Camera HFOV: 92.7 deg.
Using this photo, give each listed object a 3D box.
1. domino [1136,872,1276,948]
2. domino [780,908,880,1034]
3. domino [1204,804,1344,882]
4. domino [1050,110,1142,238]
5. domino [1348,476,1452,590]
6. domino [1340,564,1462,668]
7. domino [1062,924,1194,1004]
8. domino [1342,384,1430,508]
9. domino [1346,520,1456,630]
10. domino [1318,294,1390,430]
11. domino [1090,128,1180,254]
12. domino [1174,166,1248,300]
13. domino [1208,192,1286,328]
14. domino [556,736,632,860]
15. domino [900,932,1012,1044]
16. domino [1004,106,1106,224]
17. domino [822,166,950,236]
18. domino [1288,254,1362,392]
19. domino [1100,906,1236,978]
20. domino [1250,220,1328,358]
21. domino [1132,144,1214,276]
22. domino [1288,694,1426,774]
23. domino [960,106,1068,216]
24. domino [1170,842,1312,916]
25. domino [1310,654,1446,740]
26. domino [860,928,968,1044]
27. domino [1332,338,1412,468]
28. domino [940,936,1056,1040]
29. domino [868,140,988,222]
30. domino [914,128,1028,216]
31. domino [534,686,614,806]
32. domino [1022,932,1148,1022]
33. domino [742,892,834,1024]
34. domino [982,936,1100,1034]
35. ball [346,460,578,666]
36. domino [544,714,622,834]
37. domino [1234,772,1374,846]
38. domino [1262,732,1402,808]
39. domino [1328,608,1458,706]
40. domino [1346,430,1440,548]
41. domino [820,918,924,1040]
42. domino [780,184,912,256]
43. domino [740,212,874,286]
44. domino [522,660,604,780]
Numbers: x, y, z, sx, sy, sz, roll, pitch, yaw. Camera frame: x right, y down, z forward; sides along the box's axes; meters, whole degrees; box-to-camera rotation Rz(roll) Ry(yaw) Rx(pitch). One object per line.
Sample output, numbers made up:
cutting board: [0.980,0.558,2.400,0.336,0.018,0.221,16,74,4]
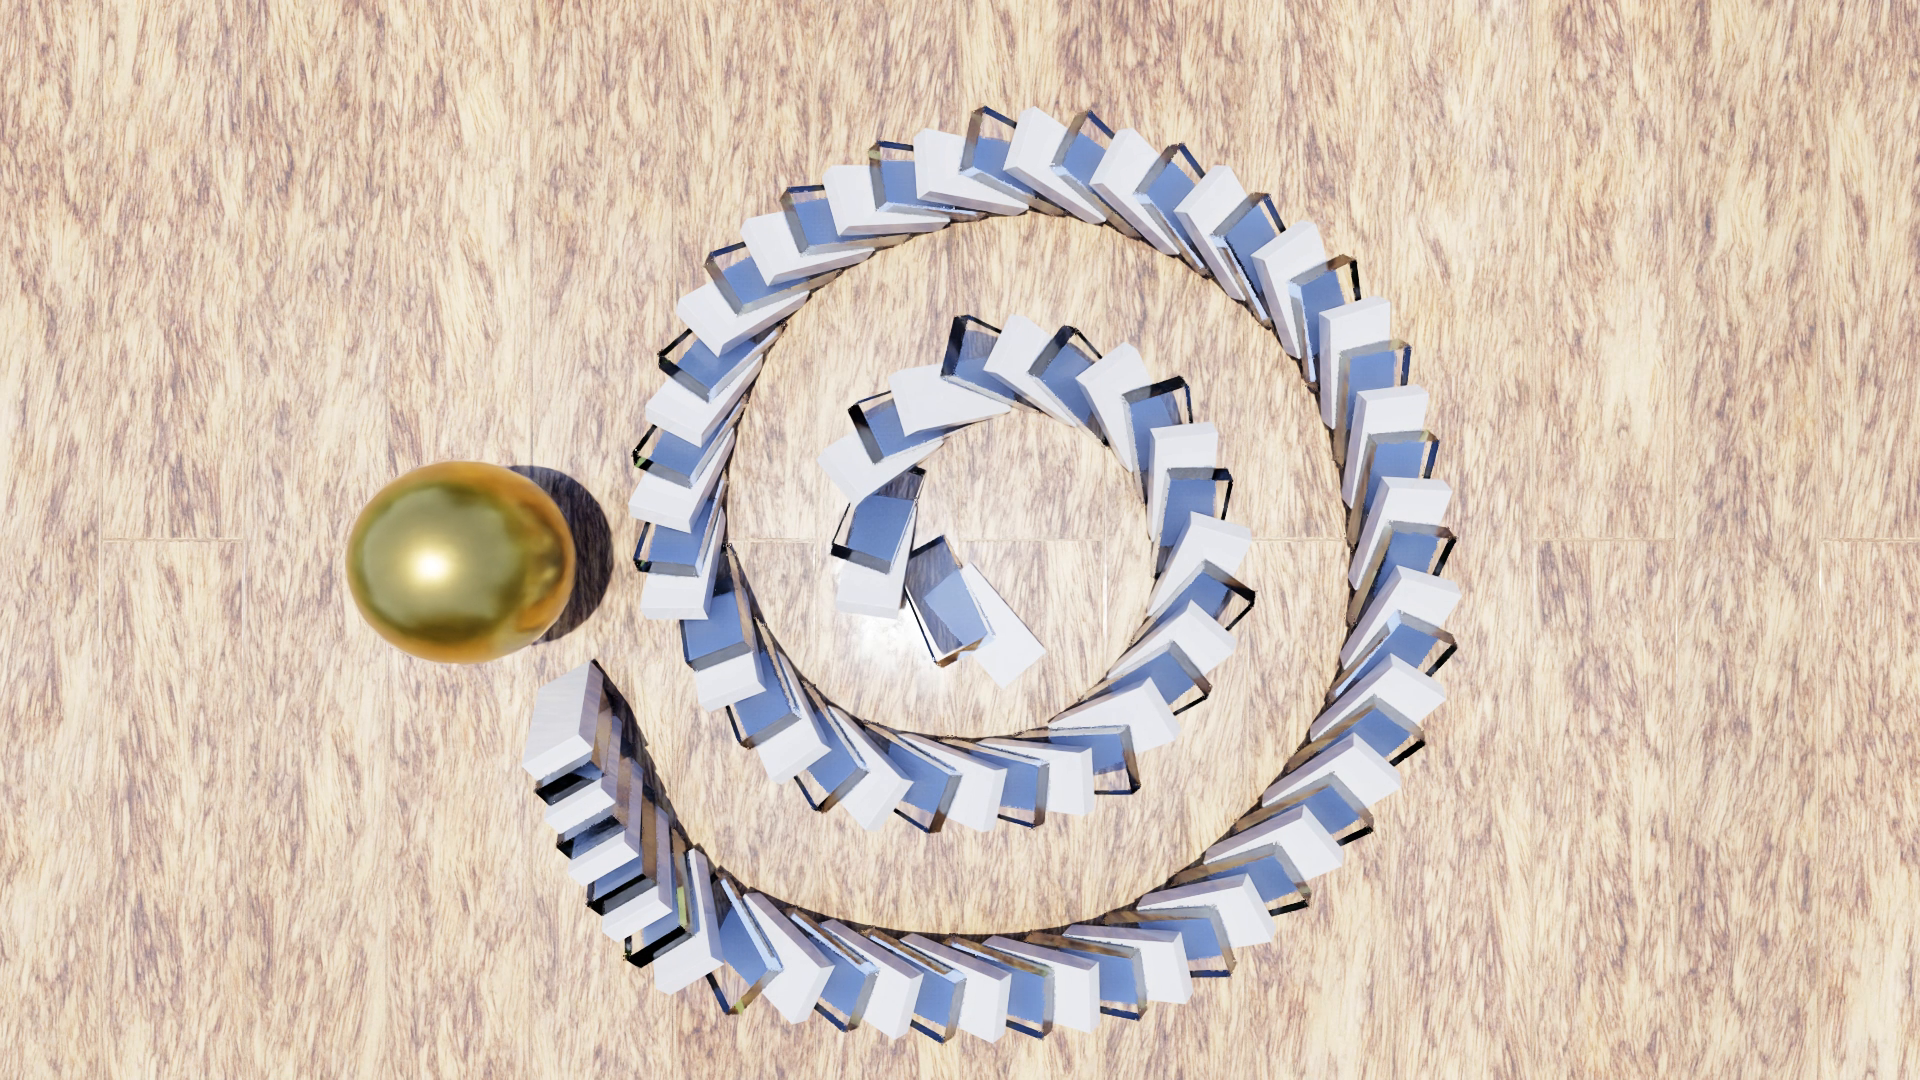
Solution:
domino: [0.102,0.157,0.382,0.050,0.009,0.025,-28,90,34]
domino: [-0.059,0.178,0.383,0.050,0.010,0.025,21,90,33]
domino: [0.130,0.132,0.383,0.025,0.009,0.050,50,123,0]
domino: [0.063,-0.152,0.382,0.050,0.010,0.025,27,90,-33]
domino: [0.183,-0.002,0.382,0.025,0.010,0.050,3,123,0]
domino: [0.183,0.036,0.382,0.025,0.009,0.050,16,124,0]
domino: [0.069,0.176,0.382,0.050,0.010,0.025,-12,90,33]
domino: [0.177,-0.039,0.382,0.025,0.009,0.050,-7,123,0]
domino: [0.183,0.017,0.382,0.025,0.009,0.050,7,123,0]
domino: [0.164,-0.074,0.382,0.025,0.009,0.050,-17,123,-1]
domino: [0.079,-0.144,0.382,0.050,0.009,0.025,29,90,-33]
domino: [0.112,-0.127,0.382,0.025,0.010,0.050,-48,123,0]
domino: [0.127,-0.116,0.382,0.025,0.010,0.050,-45,123,0]
domino: [-0.149,0.104,0.376,0.025,0.050,0.010,-30,122,0]
domino: [-0.004,0.186,0.383,0.050,0.010,0.025,7,90,33]
domino: [0.043,-0.155,0.382,0.050,0.009,0.025,17,90,-34]
domino: [-0.030,-0.142,0.382,0.050,0.009,0.025,-16,90,-34]
domino: [0.154,-0.090,0.382,0.025,0.010,0.050,-26,124,-1]
domino: [0.086,0.168,0.382,0.050,0.010,0.025,-20,90,34]
domino: [0.142,-0.104,0.382,0.025,0.010,0.050,-35,124,0]
domino: [0.096,-0.137,0.382,0.050,0.010,0.025,36,90,-33]
domino: [0.164,0.089,0.382,0.025,0.010,0.050,37,123,0]
domino: [0.025,-0.157,0.382,0.050,0.010,0.025,11,90,-34]
domino: [0.117,0.146,0.383,0.050,0.010,0.025,-33,90,33]
domino: [0.173,0.072,0.382,0.025,0.010,0.050,32,123,0]
domino: [-0.023,0.185,0.383,0.050,0.010,0.025,12,90,33]
domino: [0.171,-0.056,0.382,0.025,0.010,0.050,-12,123,-1]
domino: [0.015,0.186,0.382,0.050,0.009,0.025,3,90,33]
domino: [-0.013,-0.149,0.382,0.050,0.010,0.025,-7,90,-33]
domino: [0.005,-0.153,0.382,0.050,0.009,0.025,-4,90,-34]
domino: [-0.157,0.083,0.376,0.025,0.050,0.010,-29,122,0]
domino: [0.052,0.181,0.382,0.050,0.009,0.025,-7,90,33]
domino: [-0.077,0.173,0.382,0.050,0.009,0.025,27,90,34]
domino: [0.033,0.184,0.382,0.050,0.010,0.025,-1,90,33]
ball: [-0.193,0.009,0.360,0.080,0.080,0.080,0,90,0]
domino: [-0.154,0.094,0.376,0.025,0.050,0.010,-30,122,0]
domino: [0.143,0.119,0.382,0.025,0.009,0.050,47,123,0]
domino: [0.154,0.104,0.382,0.025,0.009,0.050,41,123,0]
domino: [0.179,0.054,0.382,0.025,0.010,0.050,24,124,0]
domino: [0.180,-0.020,0.382,0.025,0.010,0.050,-4,123,0]
domino: [-0.041,0.182,0.383,0.050,0.010,0.025,15,90,33]
domino: [-0.047,-0.135,0.382,0.050,0.010,0.025,-20,90,-34]
domino: [-0.063,-0.125,0.382,0.050,0.010,0.025,-27,89,-34]
domino: [-0.162,0.073,0.376,0.025,0.050,0.010,-29,122,0]
